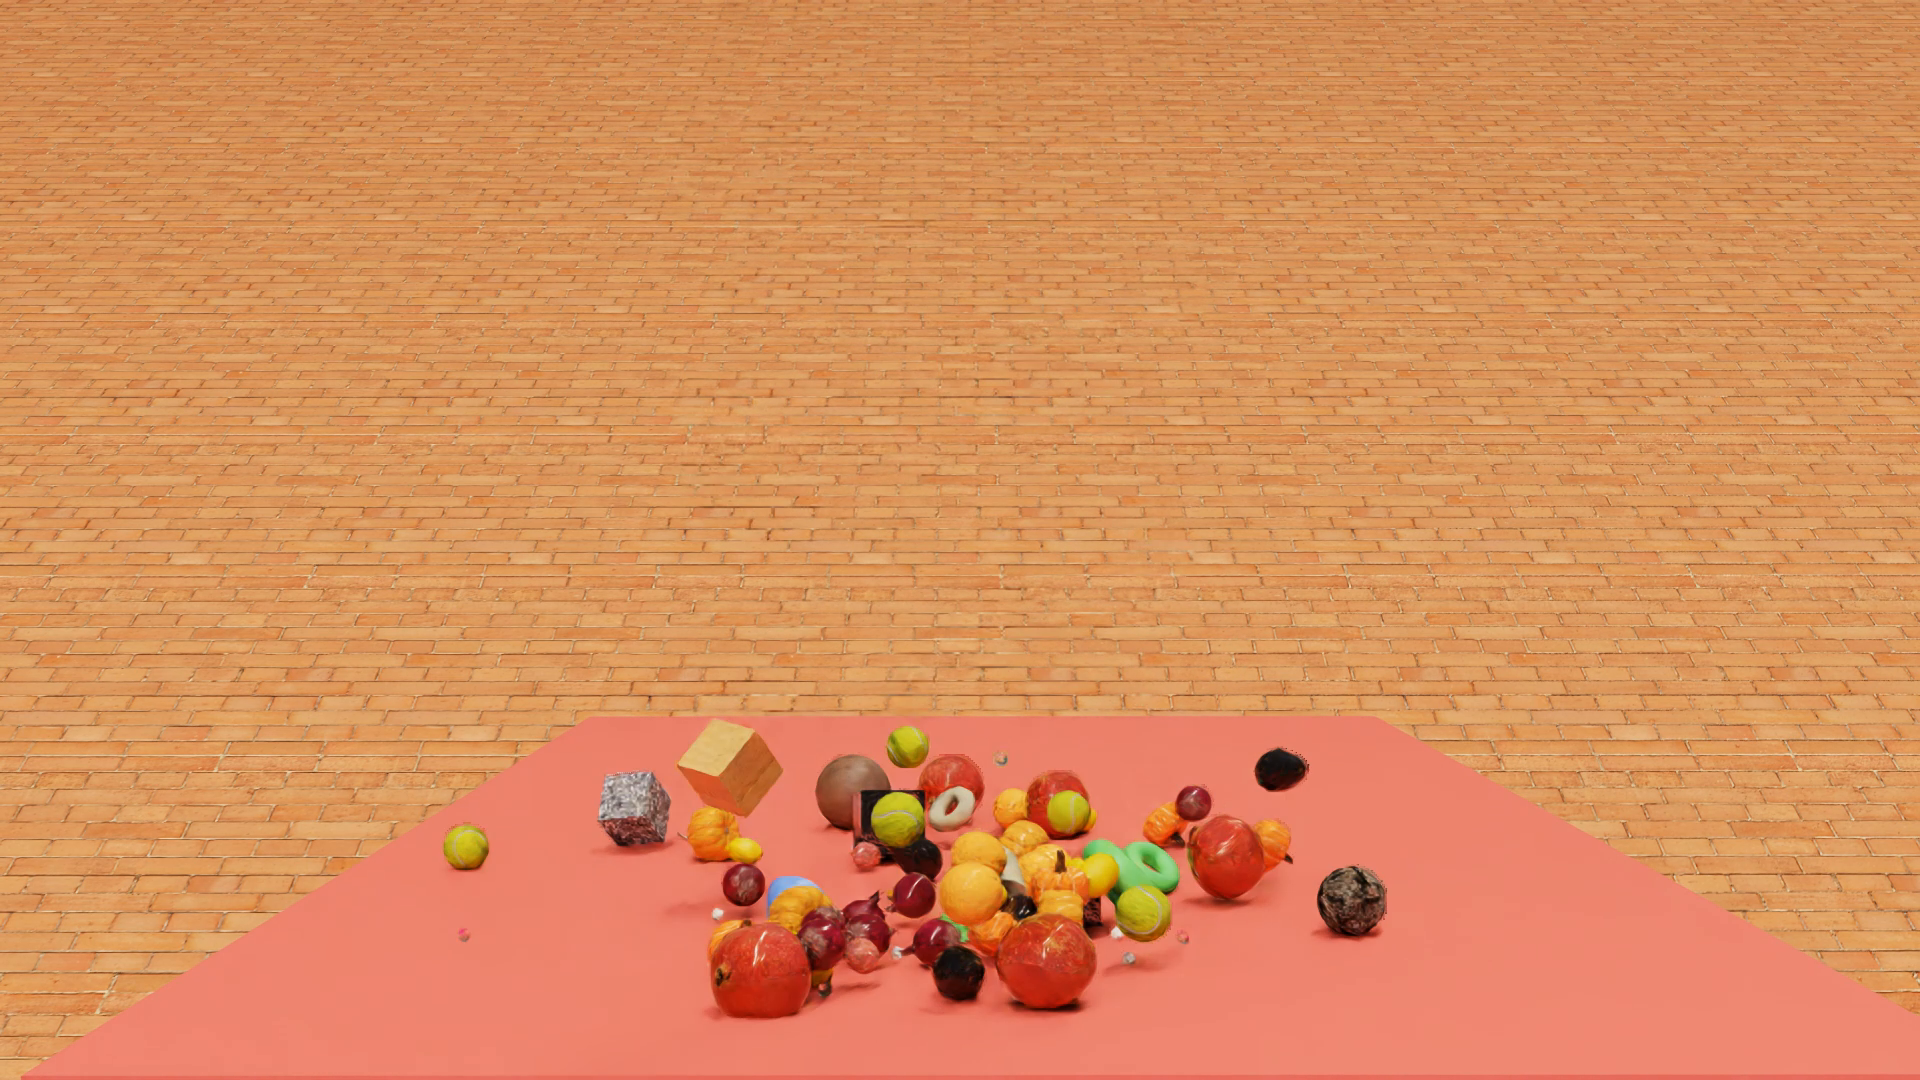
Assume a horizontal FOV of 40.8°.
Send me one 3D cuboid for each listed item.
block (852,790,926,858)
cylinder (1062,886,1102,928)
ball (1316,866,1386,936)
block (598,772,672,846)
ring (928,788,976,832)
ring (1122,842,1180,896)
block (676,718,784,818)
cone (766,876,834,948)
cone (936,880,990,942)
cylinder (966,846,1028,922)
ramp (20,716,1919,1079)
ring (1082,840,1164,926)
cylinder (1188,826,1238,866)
[{"bbox_3d":[-0.111,0.445,4.038,0.099,0.099,0.099,0,-10,-10],"label":"block"},{"bbox_3d":[0.162,0.487,3.428,0.052,0.052,0.052,-2,-7,0],"label":"cylinder"},{"bbox_3d":[0.512,0.473,3.379,0.089,0.089,0.089,0,26,0],"label":"ball"},{"bbox_3d":[-0.525,0.435,4.168,0.082,0.082,0.082,-9,51,16],"label":"block"},{"bbox_3d":[-0.013,0.440,4.205,0.086,0.029,0.086,-26,35,20],"label":"ring"},{"bbox_3d":[0.275,0.474,3.726,0.094,0.031,0.094,23,31,-14],"label":"ring"},{"bbox_3d":[-0.318,0.315,3.567,0.087,0.087,0.087,11,52,42],"label":"block"},{"bbox_3d":[-0.226,0.497,3.310,0.096,0.096,0.096,12,28,22],"label":"cone"},{"bbox_3d":[0.002,0.470,3.335,0.070,0.070,0.070,-1,22,0],"label":"cone"},{"bbox_3d":[0.049,0.457,3.424,0.072,0.072,0.072,-4,32,-9],"label":"cylinder"},{"bbox_3d":[0.060,0.542,4.578,2.000,0.100,4.000,0,1,0],"label":"ramp"},{"bbox_3d":[0.218,0.457,3.442,0.047,0.140,0.140,-41,39,-10],"label":"ring"},{"bbox_3d":[0.391,0.474,3.999,0.060,0.060,0.060,1,26,-14],"label":"cylinder"}]
